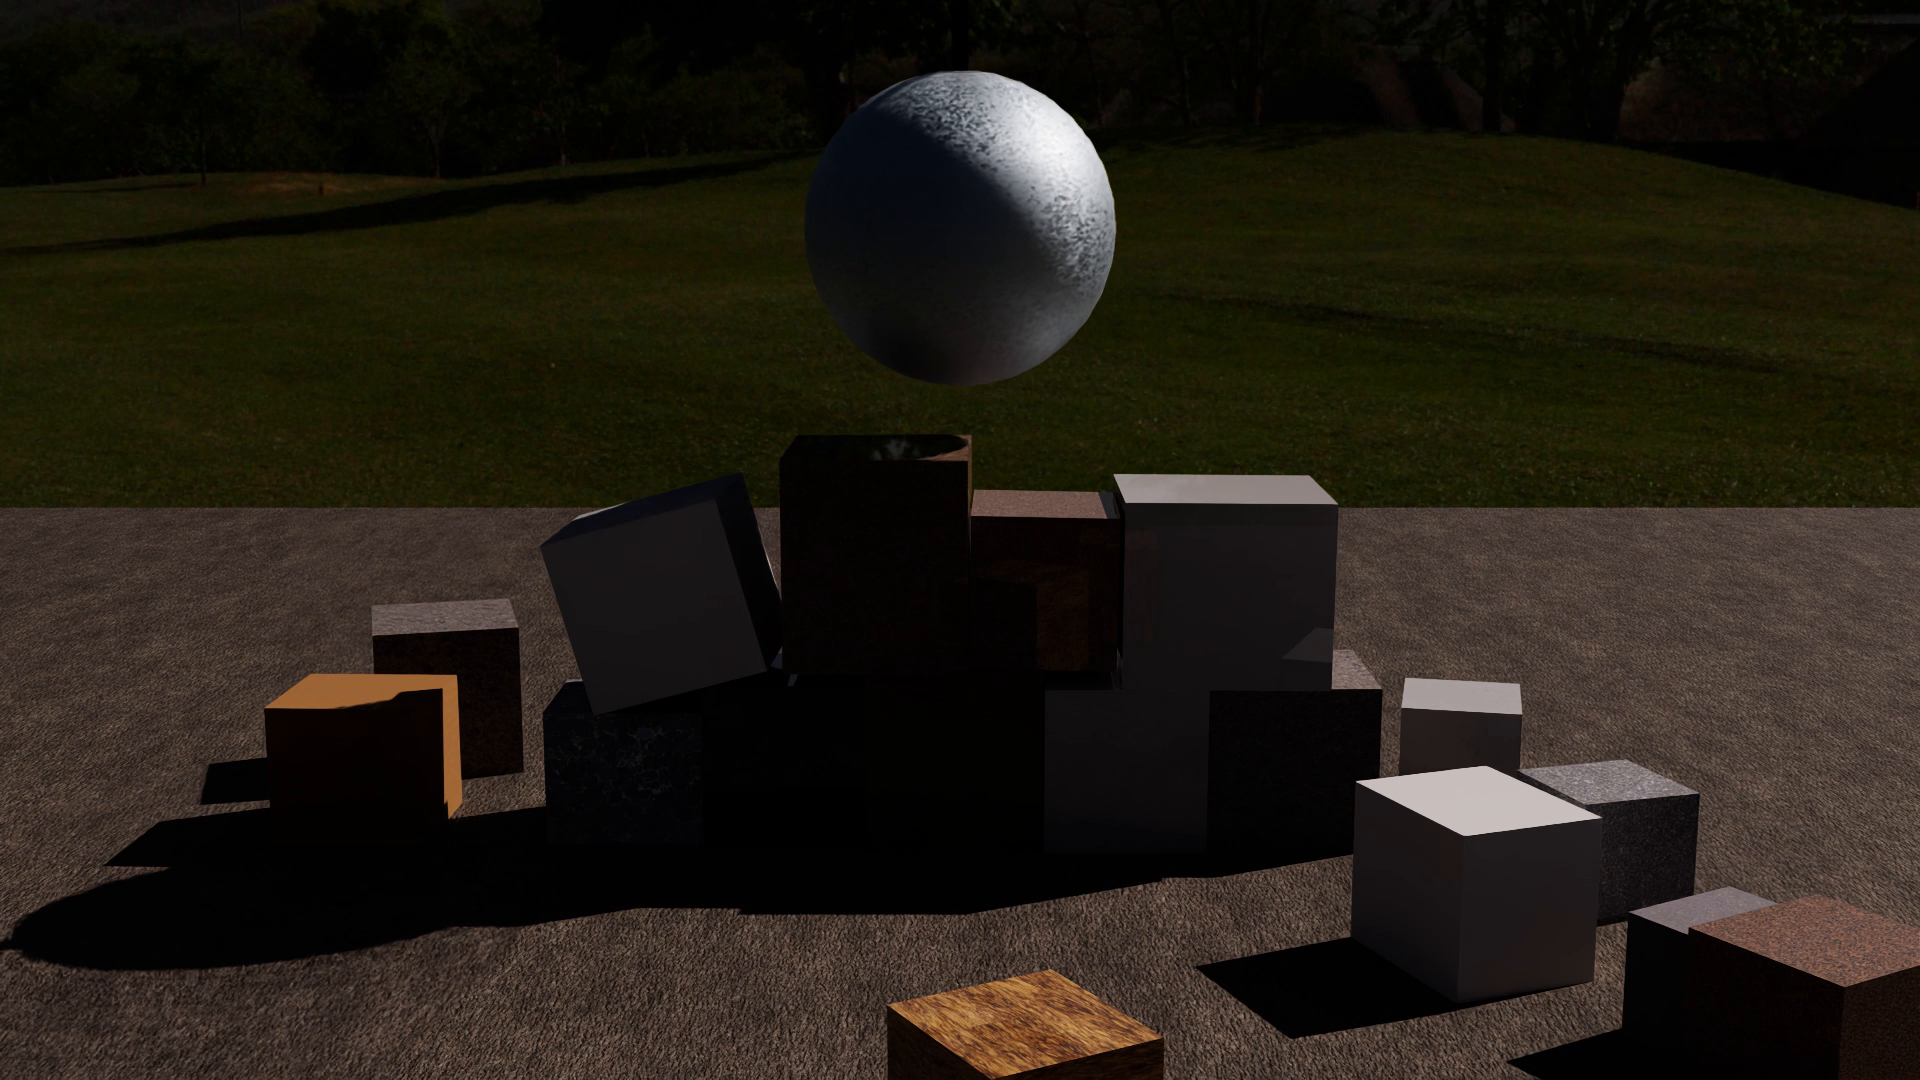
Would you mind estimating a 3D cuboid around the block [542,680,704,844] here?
[{"bbox_3d":[-1.691,1.139,11.402,0.792,0.680,0.705,0,10,0],"label":"block"}]

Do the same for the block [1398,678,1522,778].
[{"bbox_3d":[2.700,1.112,11.883,0.617,0.560,0.673,2,11,13],"label":"block"}]

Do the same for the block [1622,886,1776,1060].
[{"bbox_3d":[3.001,1.724,8.646,0.585,0.514,0.468,-6,12,-30],"label":"block"}]

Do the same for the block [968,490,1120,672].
[{"bbox_3d":[0.424,0.193,11.185,0.731,0.766,0.816,1,10,1],"label":"block"}]

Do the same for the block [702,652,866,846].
[{"bbox_3d":[-0.881,1.070,11.358,0.808,0.831,0.714,0,10,0],"label":"block"}]

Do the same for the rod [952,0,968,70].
[{"bbox_3d":[0.000,-4.894,10.448,0.080,5.200,0.080,0,14,0],"label":"rod"}]

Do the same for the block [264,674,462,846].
[{"bbox_3d":[-3.075,1.126,11.400,0.784,0.706,0.722,0,10,2],"label":"block"}]

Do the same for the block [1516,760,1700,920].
[{"bbox_3d":[3.021,1.399,10.324,0.601,0.553,0.584,-3,11,-17],"label":"block"}]

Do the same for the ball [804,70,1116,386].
[{"bbox_3d":[0.000,-1.591,11.254,1.600,1.600,1.600,0,10,0],"label":"ball"}]

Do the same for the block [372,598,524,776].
[{"bbox_3d":[-2.940,0.845,12.589,0.787,0.834,0.815,-3,11,-15],"label":"block"}]

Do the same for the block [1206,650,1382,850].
[{"bbox_3d":[1.663,1.069,11.362,0.850,0.831,0.853,0,10,0],"label":"block"}]

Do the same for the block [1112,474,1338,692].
[{"bbox_3d":[1.317,0.199,11.195,1.031,0.933,0.929,0,10,0],"label":"block"}]

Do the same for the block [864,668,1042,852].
[{"bbox_3d":[-0.033,1.020,11.364,0.874,0.927,0.916,0,10,0],"label":"block"}]

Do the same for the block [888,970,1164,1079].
[{"bbox_3d":[0.206,1.900,7.230,0.643,0.675,0.679,-6,12,-29],"label":"block"}]

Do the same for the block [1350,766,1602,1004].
[{"bbox_3d":[2.212,1.465,9.495,0.679,0.720,0.833,-4,11,-21],"label":"block"}]

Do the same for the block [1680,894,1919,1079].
[{"bbox_3d":[3.174,1.765,8.078,0.715,0.638,0.680,-6,12,-30],"label":"block"}]

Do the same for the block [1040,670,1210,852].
[{"bbox_3d":[0.826,1.067,11.361,0.811,0.835,0.934,0,10,0],"label":"block"}]

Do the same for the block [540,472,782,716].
[{"bbox_3d":[-1.480,0.259,11.215,0.908,0.892,0.811,-15,10,7],"label":"block"}]

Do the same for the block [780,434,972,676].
[{"bbox_3d":[-0.404,0.055,11.125,0.909,1.058,0.929,0,10,1],"label":"block"}]
